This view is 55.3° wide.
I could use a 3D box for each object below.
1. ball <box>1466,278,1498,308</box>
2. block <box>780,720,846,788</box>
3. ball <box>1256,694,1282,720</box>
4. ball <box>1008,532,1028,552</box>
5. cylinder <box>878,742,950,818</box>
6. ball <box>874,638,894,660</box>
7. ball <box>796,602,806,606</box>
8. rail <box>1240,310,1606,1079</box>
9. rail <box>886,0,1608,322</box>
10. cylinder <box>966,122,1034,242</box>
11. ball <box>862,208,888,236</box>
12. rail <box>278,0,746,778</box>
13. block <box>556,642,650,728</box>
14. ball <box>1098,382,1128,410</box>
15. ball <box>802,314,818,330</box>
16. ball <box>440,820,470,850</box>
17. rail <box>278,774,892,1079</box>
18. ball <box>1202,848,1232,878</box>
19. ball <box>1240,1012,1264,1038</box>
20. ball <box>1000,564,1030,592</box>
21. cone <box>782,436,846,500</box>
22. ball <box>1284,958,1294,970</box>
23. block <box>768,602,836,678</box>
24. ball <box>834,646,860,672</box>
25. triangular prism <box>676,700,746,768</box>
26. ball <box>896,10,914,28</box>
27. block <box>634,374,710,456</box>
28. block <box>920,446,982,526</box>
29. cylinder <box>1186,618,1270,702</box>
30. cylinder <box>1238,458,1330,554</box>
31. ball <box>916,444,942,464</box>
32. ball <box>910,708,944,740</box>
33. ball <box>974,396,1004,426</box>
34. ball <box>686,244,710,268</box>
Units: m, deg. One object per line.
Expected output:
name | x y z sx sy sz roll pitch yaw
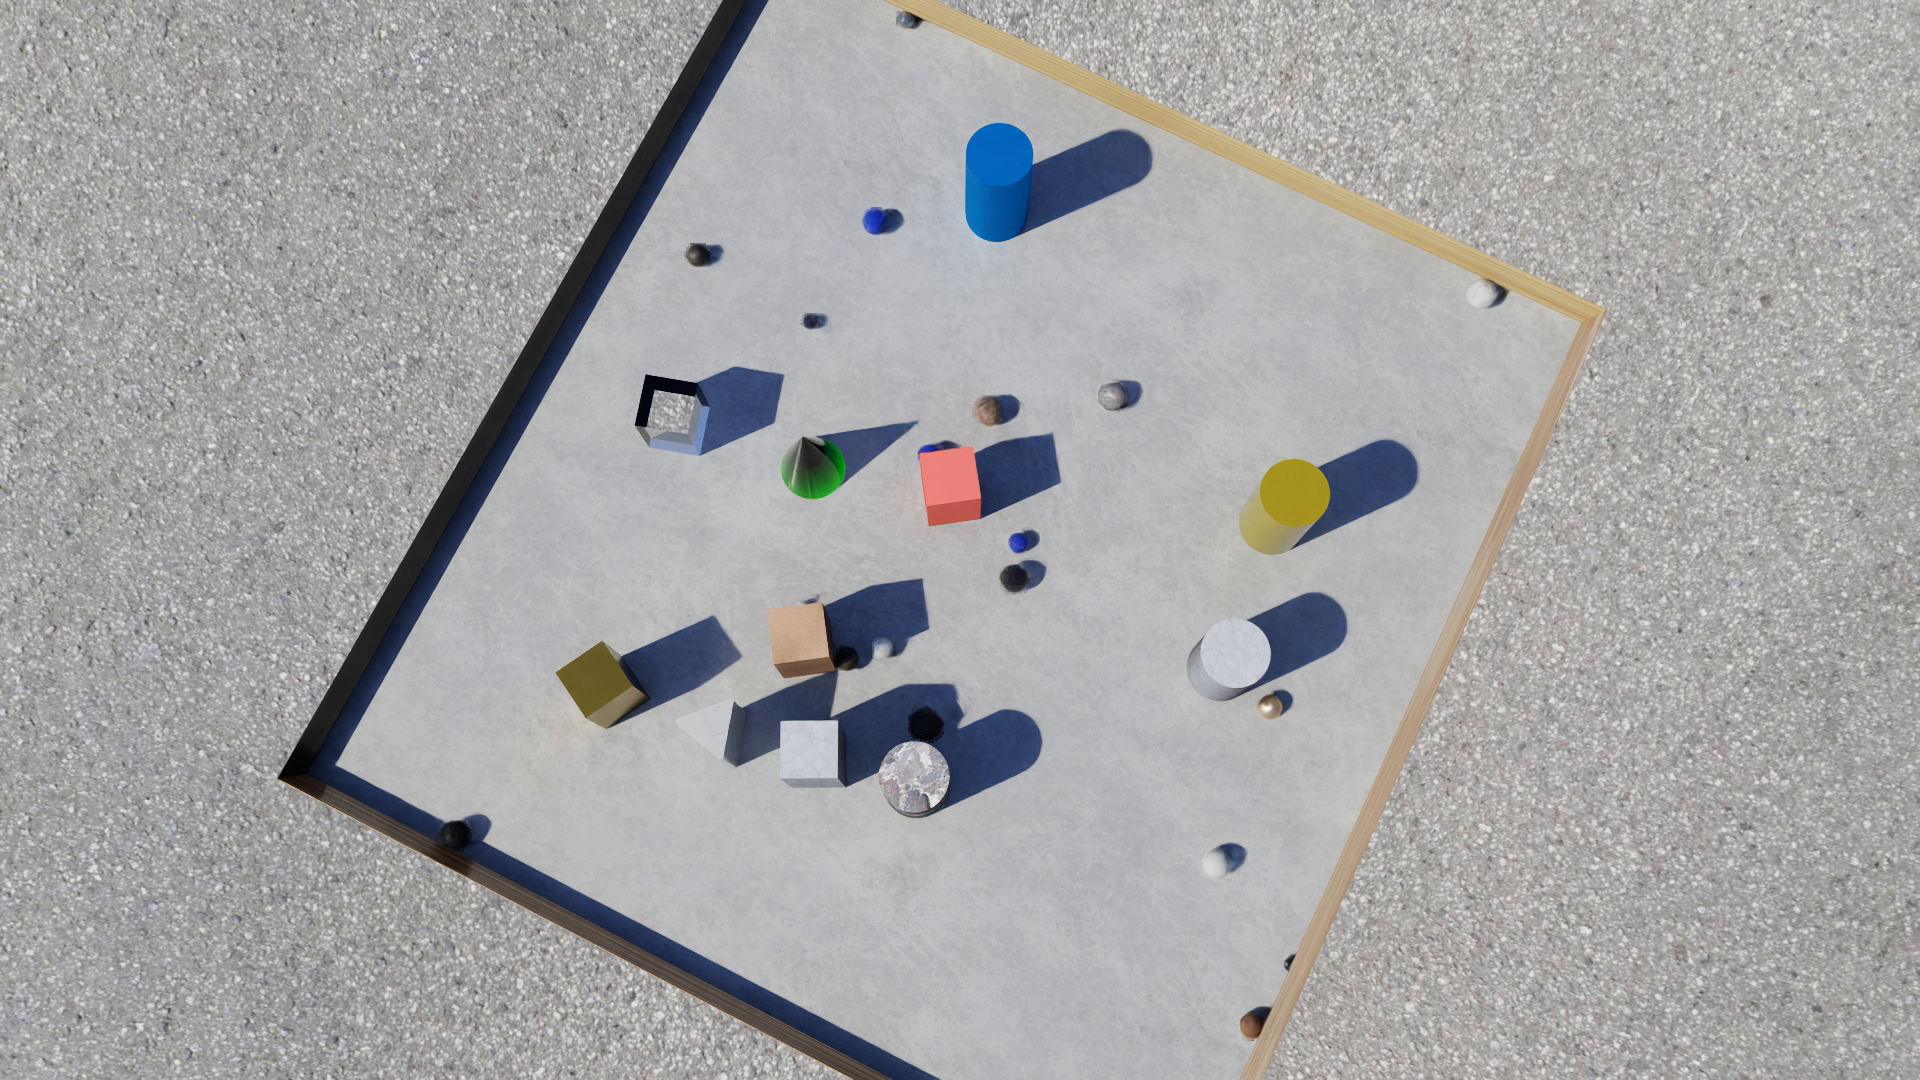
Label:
ball | 1.629 -0.770 5.728 0.094 0.094 0.094 0 78 0
block | -0.421 0.622 5.296 0.160 0.375 0.160 0 78 0
ball | 0.925 0.499 5.476 0.074 0.074 0.074 0 78 0
ball | 0.177 0.008 5.583 0.063 0.063 0.063 0 78 0
cylinder | -0.129 0.698 5.313 0.200 0.312 0.200 0 78 0
ball | -0.230 0.327 5.516 0.064 0.064 0.064 0 78 0
ball | -0.479 0.207 5.553 0.042 0.042 0.042 0 78 0
rail | 1.285 0.636 5.418 0.045 0.130 3.065 26 80 5
rail | 0.675 -1.314 5.821 2.920 0.130 0.045 26 80 5
cylinder | 0.116 -1.088 5.611 0.200 0.453 0.200 0 78 0
ball | -0.267 -1.004 5.783 0.082 0.082 0.082 0 78 0
rail | -1.285 -0.622 5.678 0.045 0.130 3.065 26 80 5
block | -1.042 0.428 5.369 0.160 0.311 0.160 -35 80 -7
ball | 0.471 -0.444 5.663 0.090 0.090 0.090 0 78 0
ball | -0.467 -0.683 5.732 0.050 0.050 0.050 0 78 0
ball | -1.486 0.869 5.393 0.086 0.086 0.086 0 78 0
rail | -0.675 1.328 5.274 2.920 0.130 0.045 26 80 5
ball | 0.753 0.950 5.376 0.086 0.086 0.086 0 78 0
ball | 0.842 1.401 5.290 0.073 0.073 0.073 0 78 0
ball | 0.165 0.116 5.548 0.088 0.088 0.088 0 78 0
cone | -0.454 -0.261 5.477 0.200 0.379 0.200 0 78 0
ball | 0.962 1.237 5.340 0.041 0.041 0.041 0 78 0
block | -0.463 0.298 5.393 0.160 0.317 0.160 -8 78 -2
ball | -0.340 0.358 5.505 0.074 0.074 0.074 0 78 0
triangular prism | -0.693 0.541 5.345 0.173 0.313 0.150 39 81 7
ball | -0.176 -1.687 5.937 0.057 0.057 0.057 0 78 0
block | -0.871 -0.376 5.562 0.160 0.260 0.160 10 78 2
block | -0.029 -0.159 5.504 0.160 0.284 0.160 -8 78 -2
cylinder | 0.784 0.355 5.374 0.200 0.332 0.200 0 78 0
cylinder | 0.956 -0.093 5.427 0.200 0.408 0.200 0 78 0
ball | -0.090 -0.255 5.627 0.083 0.083 0.083 0 78 0
ball | -0.100 0.548 5.452 0.100 0.100 0.100 0 78 0
ball | 0.090 -0.397 5.652 0.091 0.091 0.091 0 78 0
ball | -0.825 -0.895 5.765 0.072 0.072 0.072 0 78 0
